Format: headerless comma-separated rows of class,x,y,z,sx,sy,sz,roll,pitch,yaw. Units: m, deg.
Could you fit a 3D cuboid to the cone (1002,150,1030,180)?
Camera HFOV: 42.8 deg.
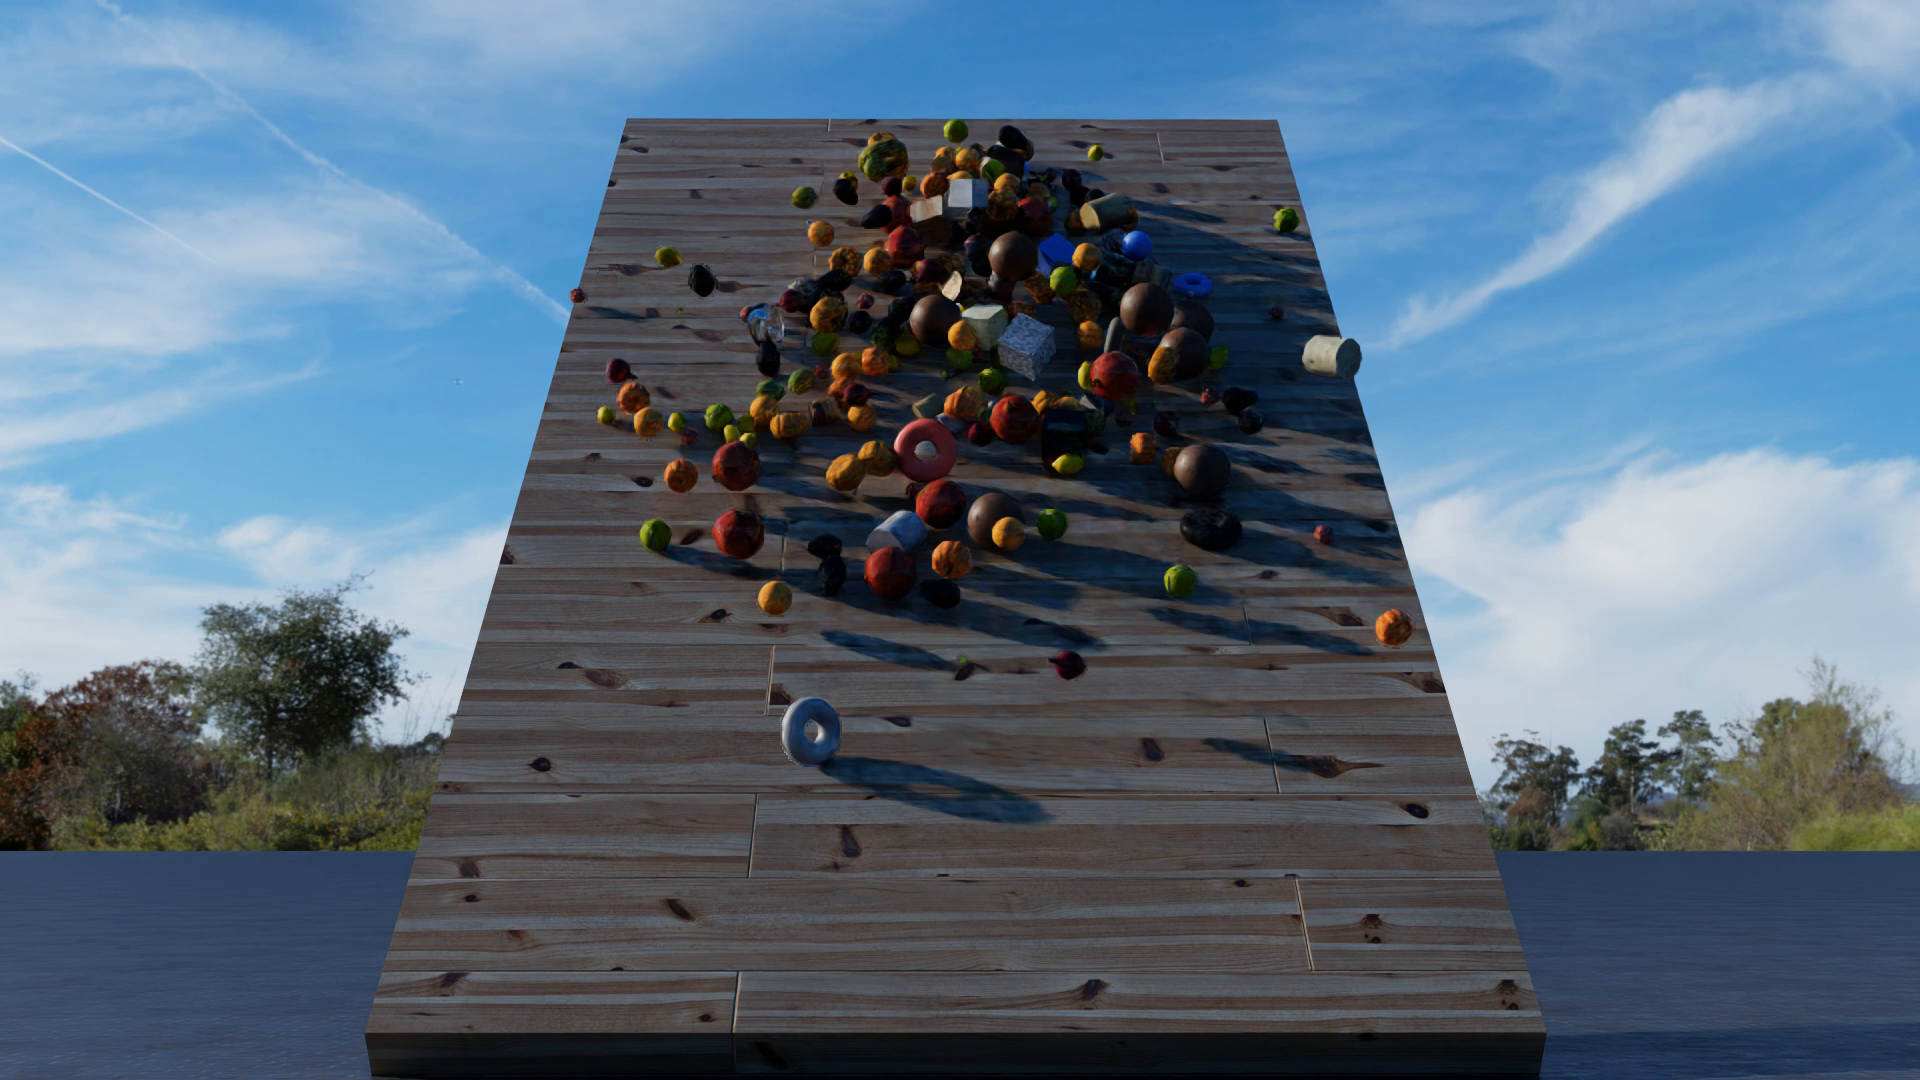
cone,0.145,-1.071,7.107,0.083,0.083,0.083,6,-39,-41

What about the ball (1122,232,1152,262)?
ball,0.462,-0.769,6.410,0.079,0.079,0.079,0,-7,0

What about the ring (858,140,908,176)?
ring,-0.218,-1.081,6.916,0.148,0.049,0.148,-18,-17,-6

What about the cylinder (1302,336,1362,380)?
cylinder,0.844,-0.414,5.554,0.093,0.093,0.093,7,4,-44

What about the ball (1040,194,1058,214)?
ball,0.250,-0.947,6.904,0.055,0.055,0.055,0,-7,0

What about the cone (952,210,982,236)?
cone,0.007,-0.853,6.518,0.076,0.076,0.076,25,9,36

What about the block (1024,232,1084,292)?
block,0.244,-0.726,6.383,0.092,0.092,0.092,-39,-13,-39

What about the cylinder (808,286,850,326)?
cylinder,-0.337,-0.600,6.300,0.092,0.092,0.092,-1,-2,5

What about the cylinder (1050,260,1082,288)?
cylinder,0.270,-0.676,6.229,0.059,0.059,0.059,17,2,28

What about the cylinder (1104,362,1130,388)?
cylinder,0.390,-0.407,6.056,0.051,0.051,0.051,24,-3,10

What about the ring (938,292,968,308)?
ring,-0.020,-0.634,6.450,0.079,0.026,0.079,2,34,-1

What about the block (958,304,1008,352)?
block,0.061,-0.542,6.234,0.088,0.088,0.088,10,32,33

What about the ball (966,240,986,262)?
ball,0.042,-0.744,6.317,0.056,0.056,0.056,0,-7,0

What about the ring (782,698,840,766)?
ring,-0.289,0.372,4.758,0.132,0.132,0.044,6,-10,-39

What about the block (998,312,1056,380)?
block,0.152,-0.443,5.593,0.093,0.093,0.093,28,-25,20

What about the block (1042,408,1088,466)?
block,0.247,-0.244,5.767,0.093,0.093,0.093,6,34,9

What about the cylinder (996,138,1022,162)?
cylinder,0.144,-1.144,7.216,0.060,0.060,0.060,-20,-34,-14

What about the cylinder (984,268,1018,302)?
cylinder,0.107,-0.663,6.382,0.069,0.069,0.069,18,-3,1

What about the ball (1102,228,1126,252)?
ball,0.416,-0.808,6.597,0.066,0.066,0.066,0,-7,0

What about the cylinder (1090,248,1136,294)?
cylinder,0.407,-0.713,6.490,0.096,0.096,0.096,16,-10,-9

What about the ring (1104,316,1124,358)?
ring,0.385,-0.505,6.111,0.036,0.107,0.107,13,-7,1

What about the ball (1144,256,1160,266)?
ball,0.506,-0.734,6.582,0.061,0.061,0.061,0,-7,0

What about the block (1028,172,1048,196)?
block,0.227,-1.024,7.042,0.053,0.053,0.053,2,30,7

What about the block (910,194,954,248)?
block,-0.076,-0.868,6.675,0.090,0.090,0.090,-17,-48,12

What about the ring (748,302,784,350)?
ring,-0.491,-0.543,6.211,0.041,0.123,0.123,-9,-11,32

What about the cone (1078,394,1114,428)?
cone,0.346,-0.316,5.919,0.083,0.083,0.083,-6,-1,-43

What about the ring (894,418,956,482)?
ring,-0.080,-0.206,5.671,0.150,0.150,0.050,-1,-2,10

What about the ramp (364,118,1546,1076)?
ramp,-0.015,-0.188,5.860,2.000,0.100,4.000,0,32,0

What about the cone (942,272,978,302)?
cone,0.014,-0.652,6.412,0.085,0.085,0.085,15,-14,-33

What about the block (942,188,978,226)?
block,0.004,-0.942,6.821,0.083,0.083,0.083,-52,-8,37

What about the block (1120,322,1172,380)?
block,0.467,-0.473,6.134,0.094,0.094,0.094,17,36,24

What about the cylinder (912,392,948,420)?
cylinder,-0.073,-0.312,5.888,0.063,0.063,0.063,-30,1,-15

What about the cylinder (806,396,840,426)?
cylinder,-0.330,-0.309,5.897,0.063,0.063,0.063,-12,-3,-19

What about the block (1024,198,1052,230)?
block,0.220,-0.916,6.868,0.057,0.057,0.057,17,38,20

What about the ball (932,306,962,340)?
ball,-0.029,-0.555,6.266,0.090,0.090,0.090,0,-7,0

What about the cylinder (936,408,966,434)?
cylinder,-0.024,-0.281,5.855,0.055,0.055,0.055,-19,-2,-14

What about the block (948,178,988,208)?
block,0.024,-0.926,6.529,0.075,0.075,0.075,9,12,34

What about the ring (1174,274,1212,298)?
ring,0.621,-0.679,6.520,0.102,0.034,0.102,1,33,0

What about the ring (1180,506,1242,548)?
ring,0.561,-0.027,5.472,0.139,0.046,0.139,1,32,-1

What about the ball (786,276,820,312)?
ball,-0.407,-0.641,6.398,0.093,0.093,0.093,0,-7,0

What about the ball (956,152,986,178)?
ball,0.034,-1.085,7.112,0.087,0.087,0.087,0,-7,0

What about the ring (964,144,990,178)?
ring,0.047,-1.084,6.989,0.033,0.098,0.098,23,7,32

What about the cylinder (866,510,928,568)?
cylinder,-0.138,-0.002,5.378,0.097,0.097,0.097,-6,23,38
